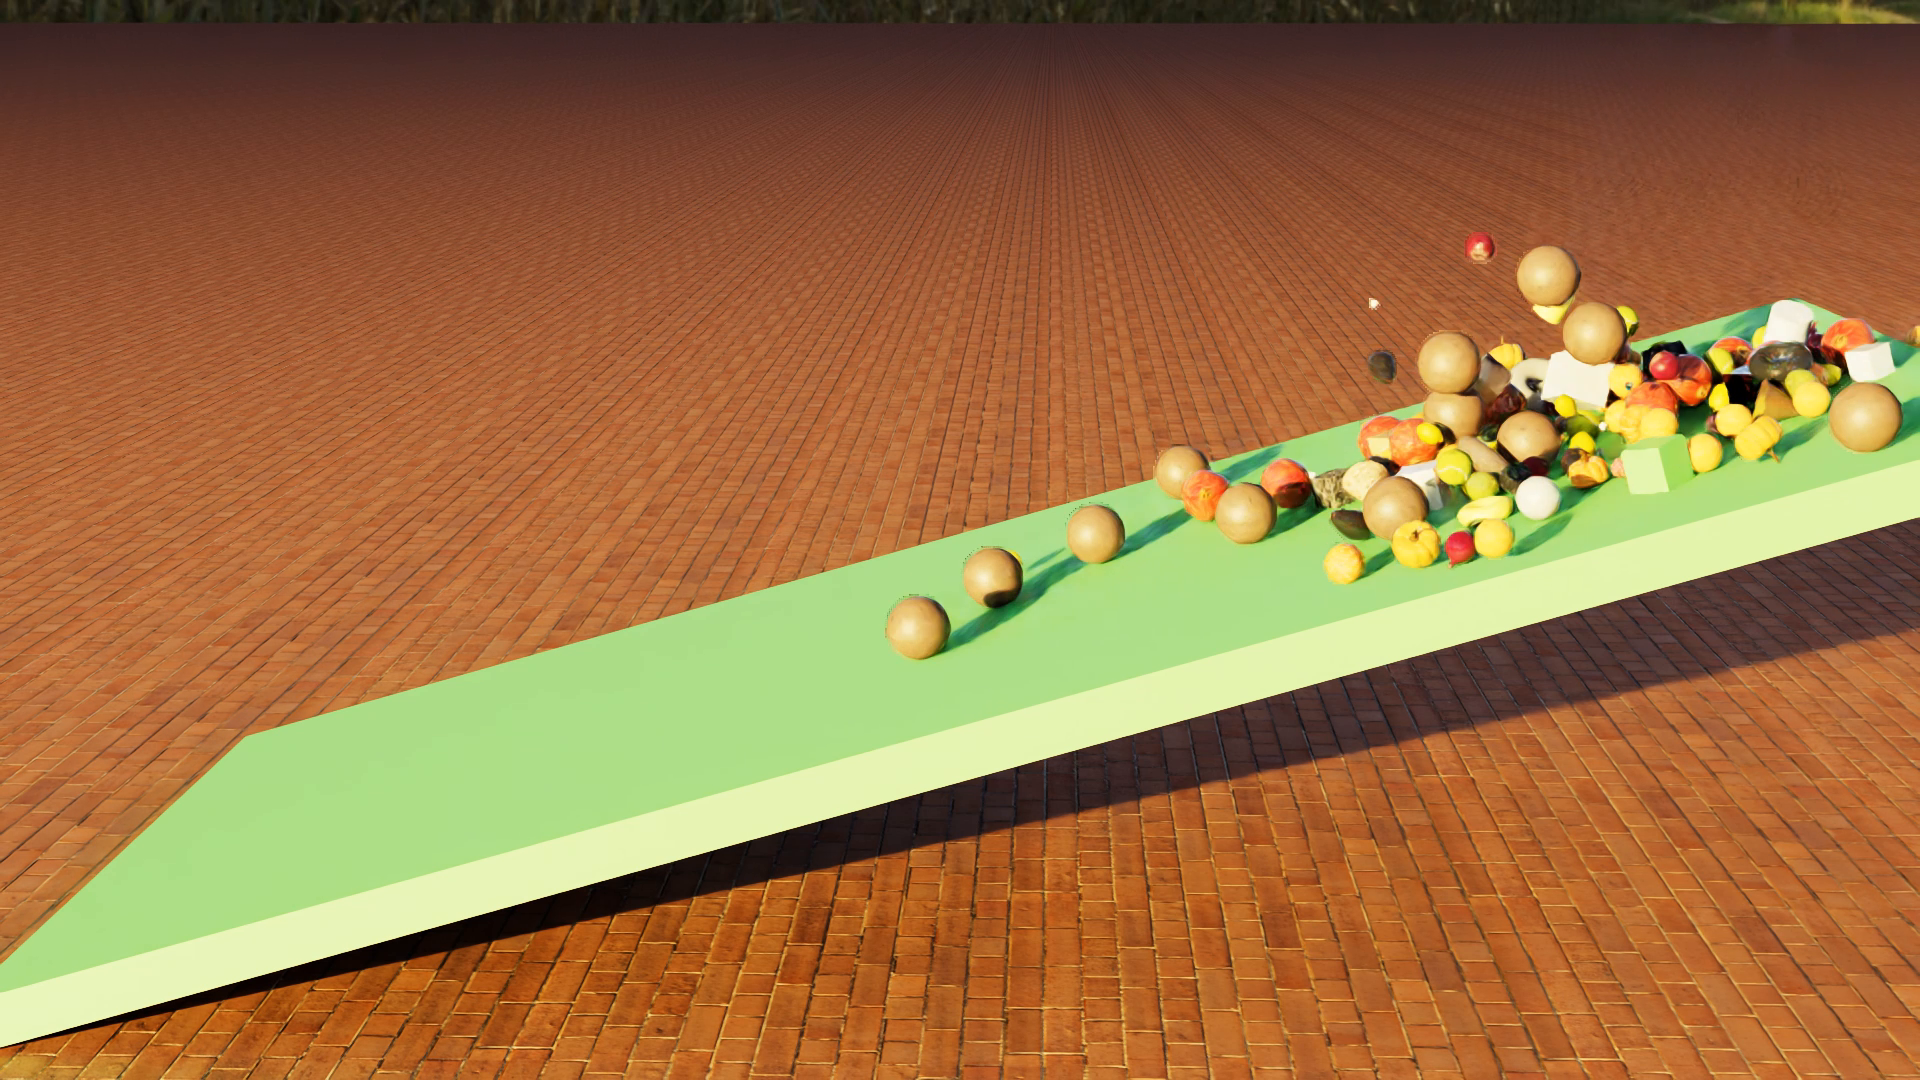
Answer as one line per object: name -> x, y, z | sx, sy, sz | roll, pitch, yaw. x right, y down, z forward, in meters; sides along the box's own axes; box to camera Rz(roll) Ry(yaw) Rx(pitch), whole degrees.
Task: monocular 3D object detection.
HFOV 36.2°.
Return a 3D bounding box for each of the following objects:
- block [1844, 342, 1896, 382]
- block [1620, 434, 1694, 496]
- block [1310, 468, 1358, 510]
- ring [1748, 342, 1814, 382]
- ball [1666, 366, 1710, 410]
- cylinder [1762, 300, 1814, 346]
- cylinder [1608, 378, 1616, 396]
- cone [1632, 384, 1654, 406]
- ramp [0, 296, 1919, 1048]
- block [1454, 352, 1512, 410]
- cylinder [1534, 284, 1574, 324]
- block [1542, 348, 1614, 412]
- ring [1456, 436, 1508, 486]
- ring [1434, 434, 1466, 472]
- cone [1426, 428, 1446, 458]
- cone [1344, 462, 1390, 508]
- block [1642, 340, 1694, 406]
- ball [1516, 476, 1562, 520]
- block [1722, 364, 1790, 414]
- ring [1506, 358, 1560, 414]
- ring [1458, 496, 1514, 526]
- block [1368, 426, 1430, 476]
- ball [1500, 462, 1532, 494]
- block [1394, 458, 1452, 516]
block -> 1.848, -0.361, 5.972 | 0.062, 0.062, 0.062 | -22, 11, -27
block -> 1.318, -0.143, 5.560 | 0.087, 0.087, 0.087 | -25, 13, -39
block -> 0.803, -0.110, 6.292 | 0.068, 0.068, 0.068 | -23, 11, -31
ring -> 1.646, -0.356, 5.900 | 0.127, 0.042, 0.127 | -13, 28, 7
ball -> 1.532, -0.320, 6.185 | 0.090, 0.090, 0.090 | 0, 11, 0
cylinder -> 1.741, -0.443, 6.186 | 0.087, 0.087, 0.087 | 3, 39, -2
cylinder -> 1.416, -0.360, 6.573 | 0.073, 0.073, 0.073 | -27, 33, 20
cone -> 1.492, -0.307, 6.376 | 0.050, 0.050, 0.050 | 27, 26, 37
ramp -> 0.090, 0.187, 6.320 | 4.000, 0.100, 2.000 | -16, 10, 5
block -> 1.104, -0.334, 6.205 | 0.074, 0.074, 0.074 | -49, 5, -35
cylinder -> 1.255, -0.499, 6.211 | 0.062, 0.062, 0.062 | 25, 26, -13
block -> 1.292, -0.333, 6.151 | 0.099, 0.099, 0.099 | 16, -7, -13
ring -> 1.069, -0.160, 5.972 | 0.141, 0.047, 0.141 | 38, 3, -2
ring -> 1.053, -0.185, 6.293 | 0.034, 0.102, 0.102 | 47, 28, 14
cone -> 1.050, -0.221, 6.510 | 0.063, 0.063, 0.063 | -17, 9, 3
cone -> 0.862, -0.097, 6.194 | 0.099, 0.099, 0.099 | 0, 37, -2
block -> 1.524, -0.359, 6.322 | 0.087, 0.087, 0.087 | -16, 42, 5
ball -> 1.098, -0.080, 5.584 | 0.085, 0.085, 0.085 | 0, 11, 0
block -> 1.623, -0.311, 5.989 | 0.085, 0.085, 0.085 | -23, 11, -25
ring -> 1.304, -0.347, 6.625 | 0.146, 0.146, 0.049 | 0, -33, 1
ring -> 1.022, -0.056, 5.721 | 0.110, 0.037, 0.110 | -17, 11, 3
block -> 0.962, -0.195, 6.444 | 0.087, 0.087, 0.087 | -20, 10, -20
ball -> 1.109, -0.124, 5.865 | 0.066, 0.066, 0.066 | 0, 11, 0
block -> 0.943, -0.107, 5.993 | 0.085, 0.085, 0.085 | -12, 11, 24
